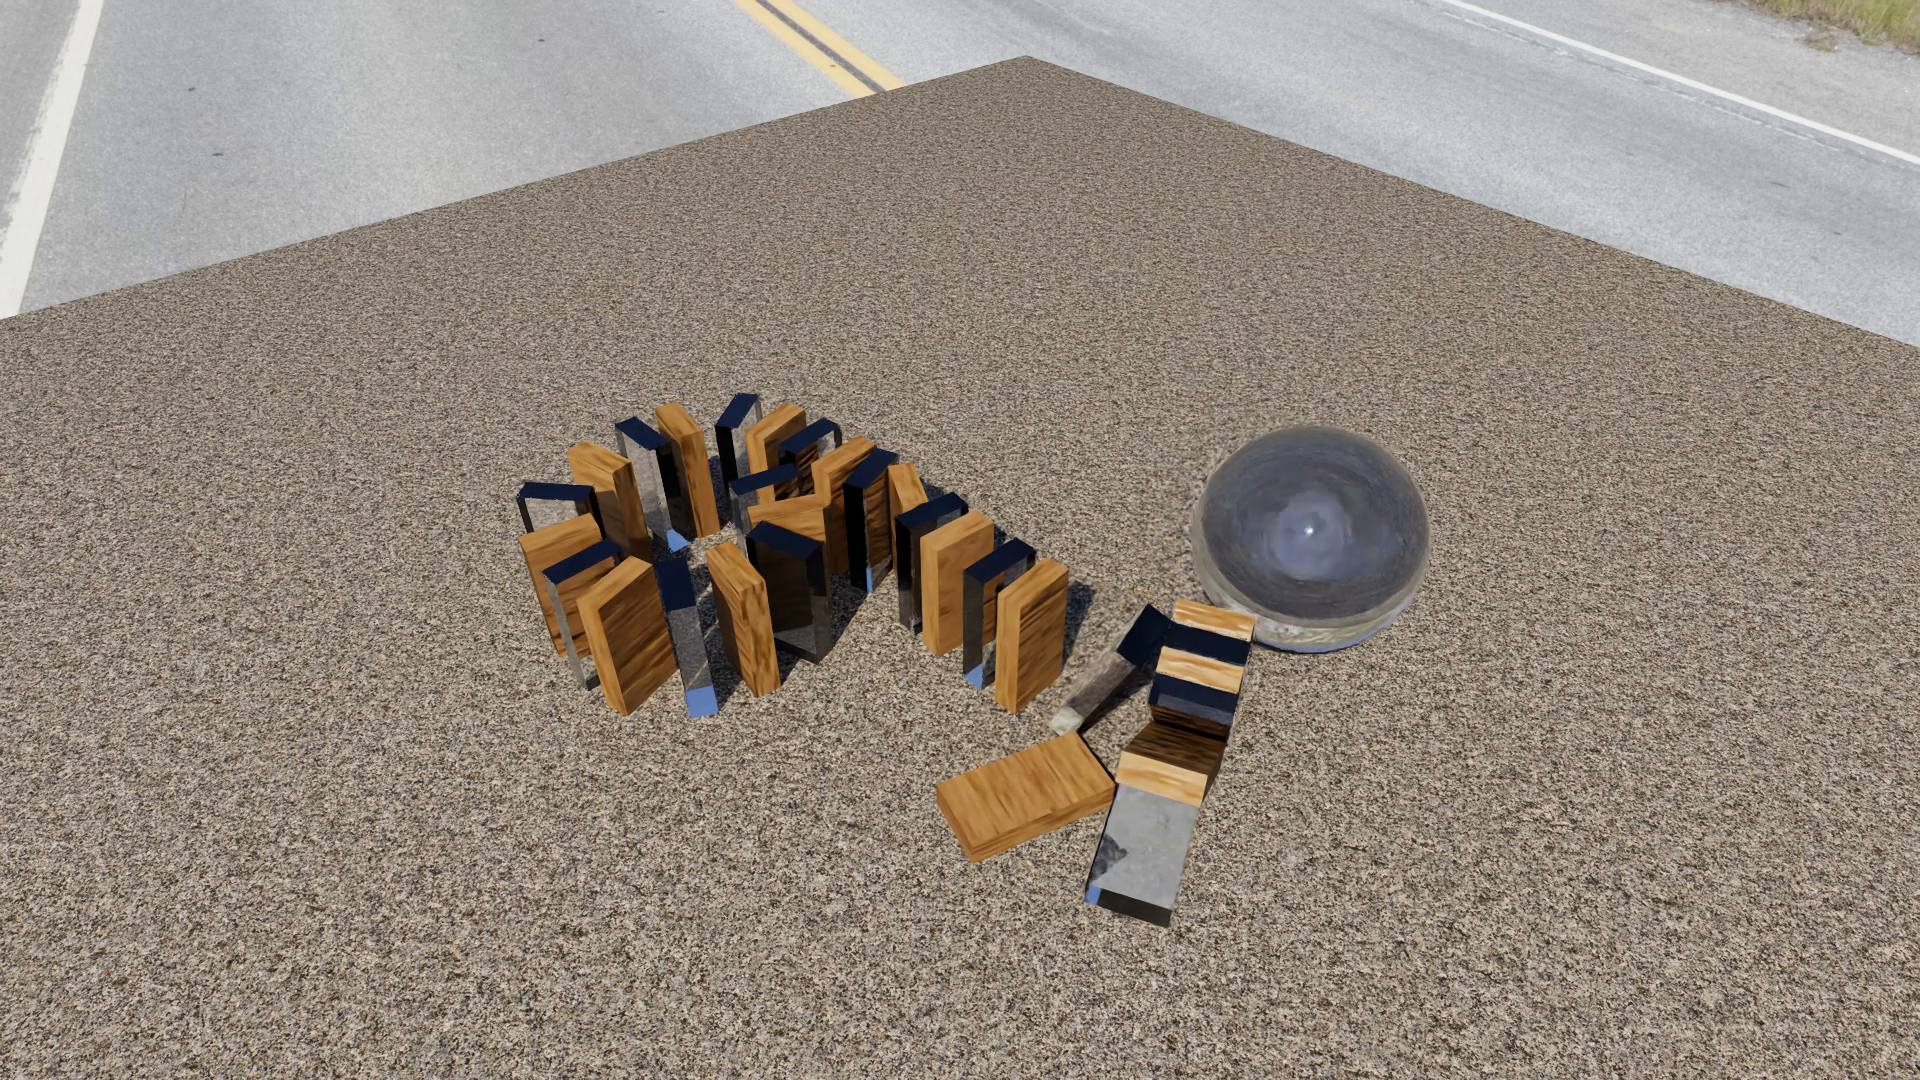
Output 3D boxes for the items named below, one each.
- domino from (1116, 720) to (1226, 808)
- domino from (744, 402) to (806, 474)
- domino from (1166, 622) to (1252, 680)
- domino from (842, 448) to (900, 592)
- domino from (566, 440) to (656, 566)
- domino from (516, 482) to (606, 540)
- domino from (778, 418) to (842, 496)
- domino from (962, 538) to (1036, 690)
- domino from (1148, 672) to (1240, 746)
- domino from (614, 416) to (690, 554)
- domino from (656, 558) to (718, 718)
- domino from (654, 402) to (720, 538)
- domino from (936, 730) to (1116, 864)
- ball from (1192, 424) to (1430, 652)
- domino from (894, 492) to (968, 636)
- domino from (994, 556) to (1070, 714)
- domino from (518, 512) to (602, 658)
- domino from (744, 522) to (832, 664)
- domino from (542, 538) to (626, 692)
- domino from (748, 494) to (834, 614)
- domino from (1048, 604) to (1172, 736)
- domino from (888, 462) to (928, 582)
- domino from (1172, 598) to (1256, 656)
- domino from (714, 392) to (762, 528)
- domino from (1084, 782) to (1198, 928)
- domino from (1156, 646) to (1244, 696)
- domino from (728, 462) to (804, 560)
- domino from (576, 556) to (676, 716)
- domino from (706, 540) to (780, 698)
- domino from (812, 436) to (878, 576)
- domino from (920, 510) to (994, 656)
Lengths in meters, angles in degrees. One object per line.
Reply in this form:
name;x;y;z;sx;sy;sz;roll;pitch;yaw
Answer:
domino;0.066;0.068;0.338;0.025;0.010;0.050;14;6;19
domino;-0.072;-0.027;0.445;0.010;0.050;0.025;22;44;24
domino;0.082;0.040;0.365;0.025;0.050;0.009;14;77;16
domino;-0.033;-0.007;0.420;0.009;0.050;0.025;17;42;20
domino;-0.135;-0.012;0.426;0.025;0.050;0.010;24;45;26
domino;-0.145;0.002;0.409;0.025;0.050;0.009;3;39;4
domino;-0.058;-0.021;0.437;0.009;0.050;0.025;27;46;29
domino;0.013;0.026;0.380;0.025;0.050;0.009;-32;49;-33
domino;0.074;0.054;0.348;0.025;0.050;0.009;14;77;17
domino;-0.122;-0.022;0.438;0.010;0.050;0.025;-32;49;-33
domino;-0.092;0.033;0.371;0.010;0.050;0.025;-12;41;-14
domino;-0.110;-0.028;0.446;0.009;0.050;0.025;-23;45;-26
domino;0.021;0.080;0.346;0.050;0.010;0.025;-17;42;-20
ball;0.123;0.000;0.388;0.080;0.080;0.080;0;39;0
domino;-0.010;0.009;0.400;0.025;0.050;0.010;-25;46;-27
domino;0.024;0.033;0.372;0.009;0.050;0.025;30;48;31
domino;-0.137;0.017;0.391;0.025;0.050;0.010;-22;44;-25
domino;-0.060;0.019;0.388;0.025;0.050;0.010;19;43;22
domino;-0.125;0.026;0.380;0.025;0.050;0.010;-32;49;-33
domino;-0.061;0.008;0.402;0.025;0.050;0.009;-12;41;-14
domino;0.048;0.044;0.358;0.009;0.050;0.025;38;48;6
domino;-0.019;-0.001;0.413;0.009;0.050;0.025;-10;40;-12
domino;0.086;0.033;0.374;0.025;0.050;0.010;14;77;17
domino;-0.088;-0.032;0.451;0.009;0.050;0.025;8;40;9
domino;0.057;0.090;0.333;0.025;0.009;0.050;13;41;16
domino;0.078;0.047;0.357;0.025;0.050;0.010;14;77;17
domino;-0.071;-0.003;0.415;0.025;0.050;0.010;-20;43;-23
domino;-0.112;0.033;0.371;0.010;0.050;0.025;20;43;23
domino;-0.074;0.028;0.378;0.009;0.050;0.025;-24;45;-26
domino;-0.043;-0.013;0.427;0.010;0.050;0.025;29;47;31
domino;-0.001;0.016;0.392;0.025;0.050;0.010;-28;47;-29
